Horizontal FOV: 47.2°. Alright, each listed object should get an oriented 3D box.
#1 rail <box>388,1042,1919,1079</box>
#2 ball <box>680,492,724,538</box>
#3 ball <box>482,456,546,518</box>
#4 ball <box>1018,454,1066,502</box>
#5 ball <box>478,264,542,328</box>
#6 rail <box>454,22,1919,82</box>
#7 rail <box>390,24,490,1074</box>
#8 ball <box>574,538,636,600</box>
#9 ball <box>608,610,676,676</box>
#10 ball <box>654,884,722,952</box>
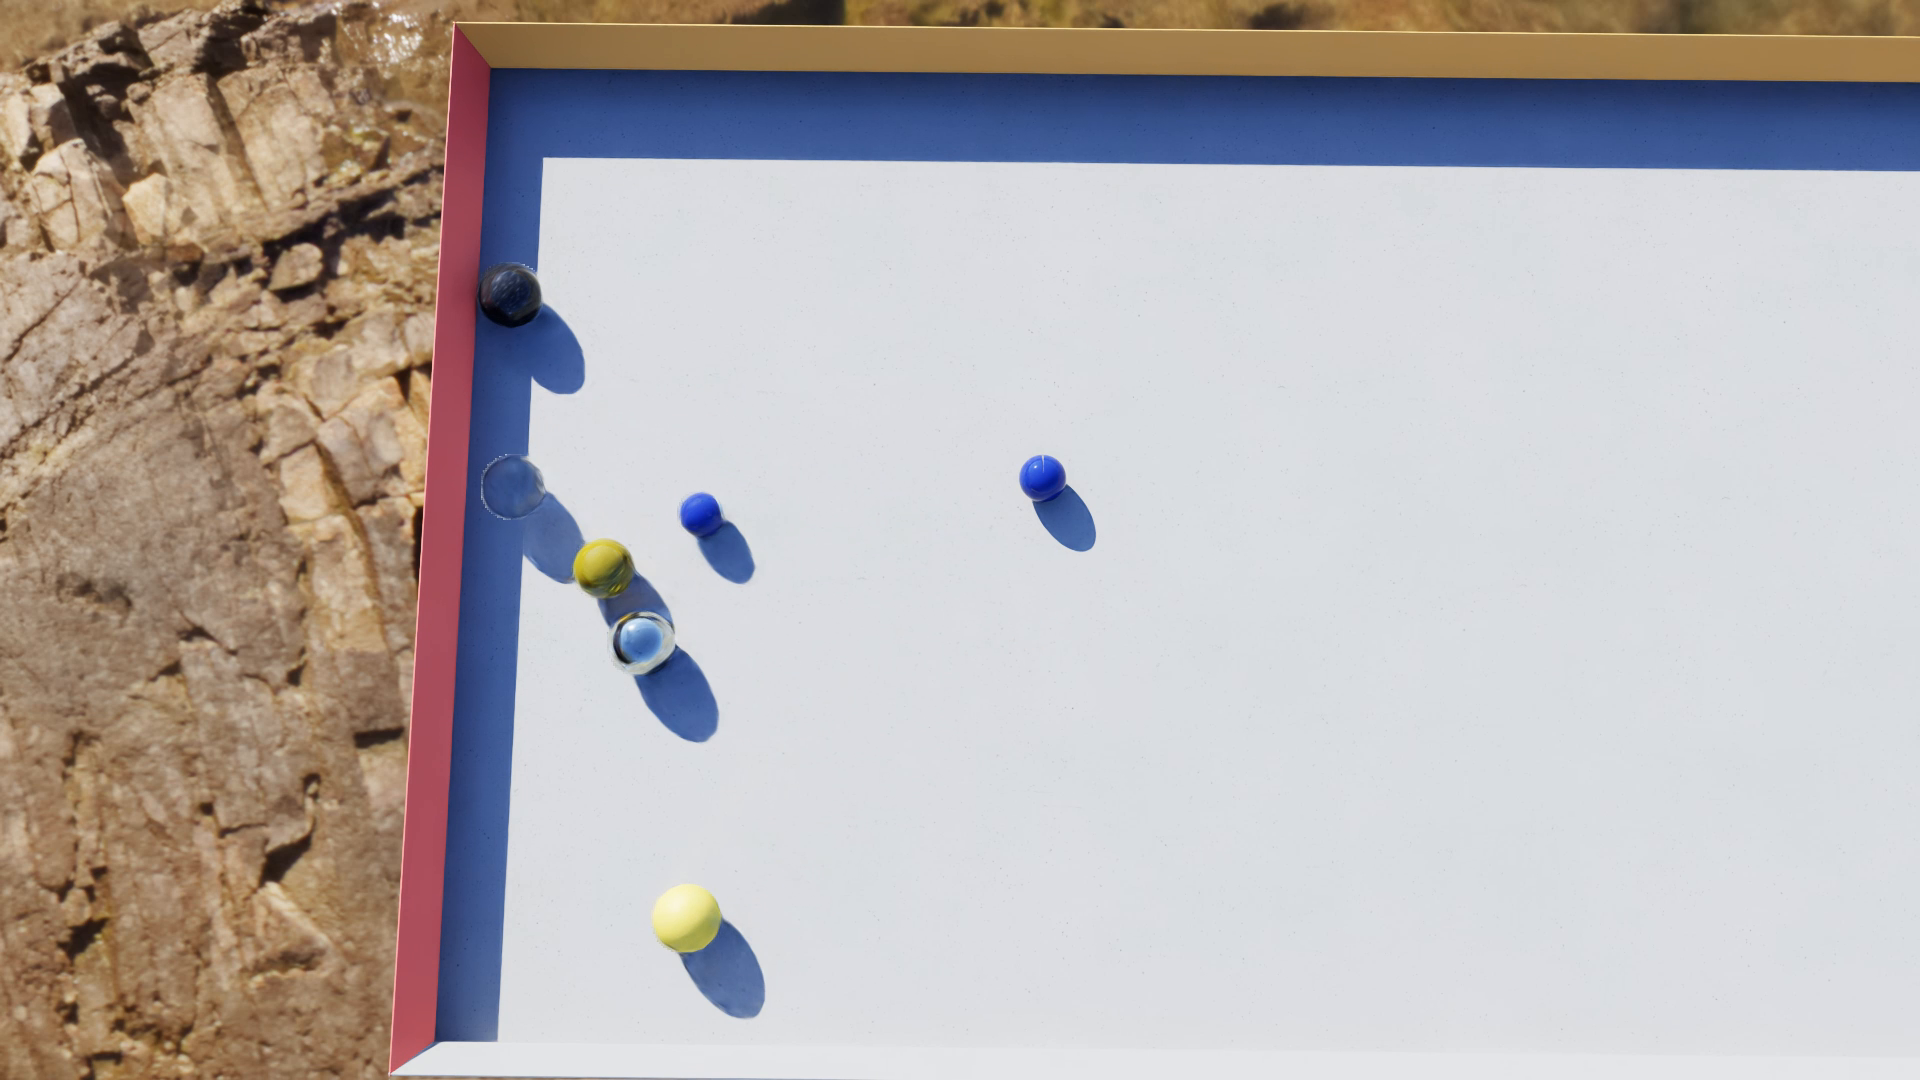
[{"bbox_3d":[0.777,0.751,3.117,3.142,0.127,0.045,1,78,0],"label":"rail"},{"bbox_3d":[-0.388,-0.038,3.311,0.068,0.068,0.068,0,78,0],"label":"ball"},{"bbox_3d":[-0.671,-0.079,3.306,0.094,0.094,0.094,0,78,0],"label":"ball"},{"bbox_3d":[0.125,-0.093,3.320,0.073,0.073,0.073,0,78,0],"label":"ball"},{"bbox_3d":[-0.688,-0.374,3.365,0.097,0.097,0.097,0,78,0],"label":"ball"},{"bbox_3d":[0.794,-0.743,3.425,3.142,0.127,0.045,1,78,0],"label":"rail"},{"bbox_3d":[-0.762,-0.012,3.274,0.045,0.127,1.572,1,78,0],"label":"rail"},{"bbox_3d":[-0.531,0.043,3.282,0.091,0.091,0.091,0,78,0],"label":"ball"},{"bbox_3d":[-0.471,0.153,3.257,0.097,0.097,0.097,0,78,0],"label":"ball"},{"bbox_3d":[-0.394,0.546,3.175,0.098,0.098,0.098,0,78,0],"label":"ball"}]
